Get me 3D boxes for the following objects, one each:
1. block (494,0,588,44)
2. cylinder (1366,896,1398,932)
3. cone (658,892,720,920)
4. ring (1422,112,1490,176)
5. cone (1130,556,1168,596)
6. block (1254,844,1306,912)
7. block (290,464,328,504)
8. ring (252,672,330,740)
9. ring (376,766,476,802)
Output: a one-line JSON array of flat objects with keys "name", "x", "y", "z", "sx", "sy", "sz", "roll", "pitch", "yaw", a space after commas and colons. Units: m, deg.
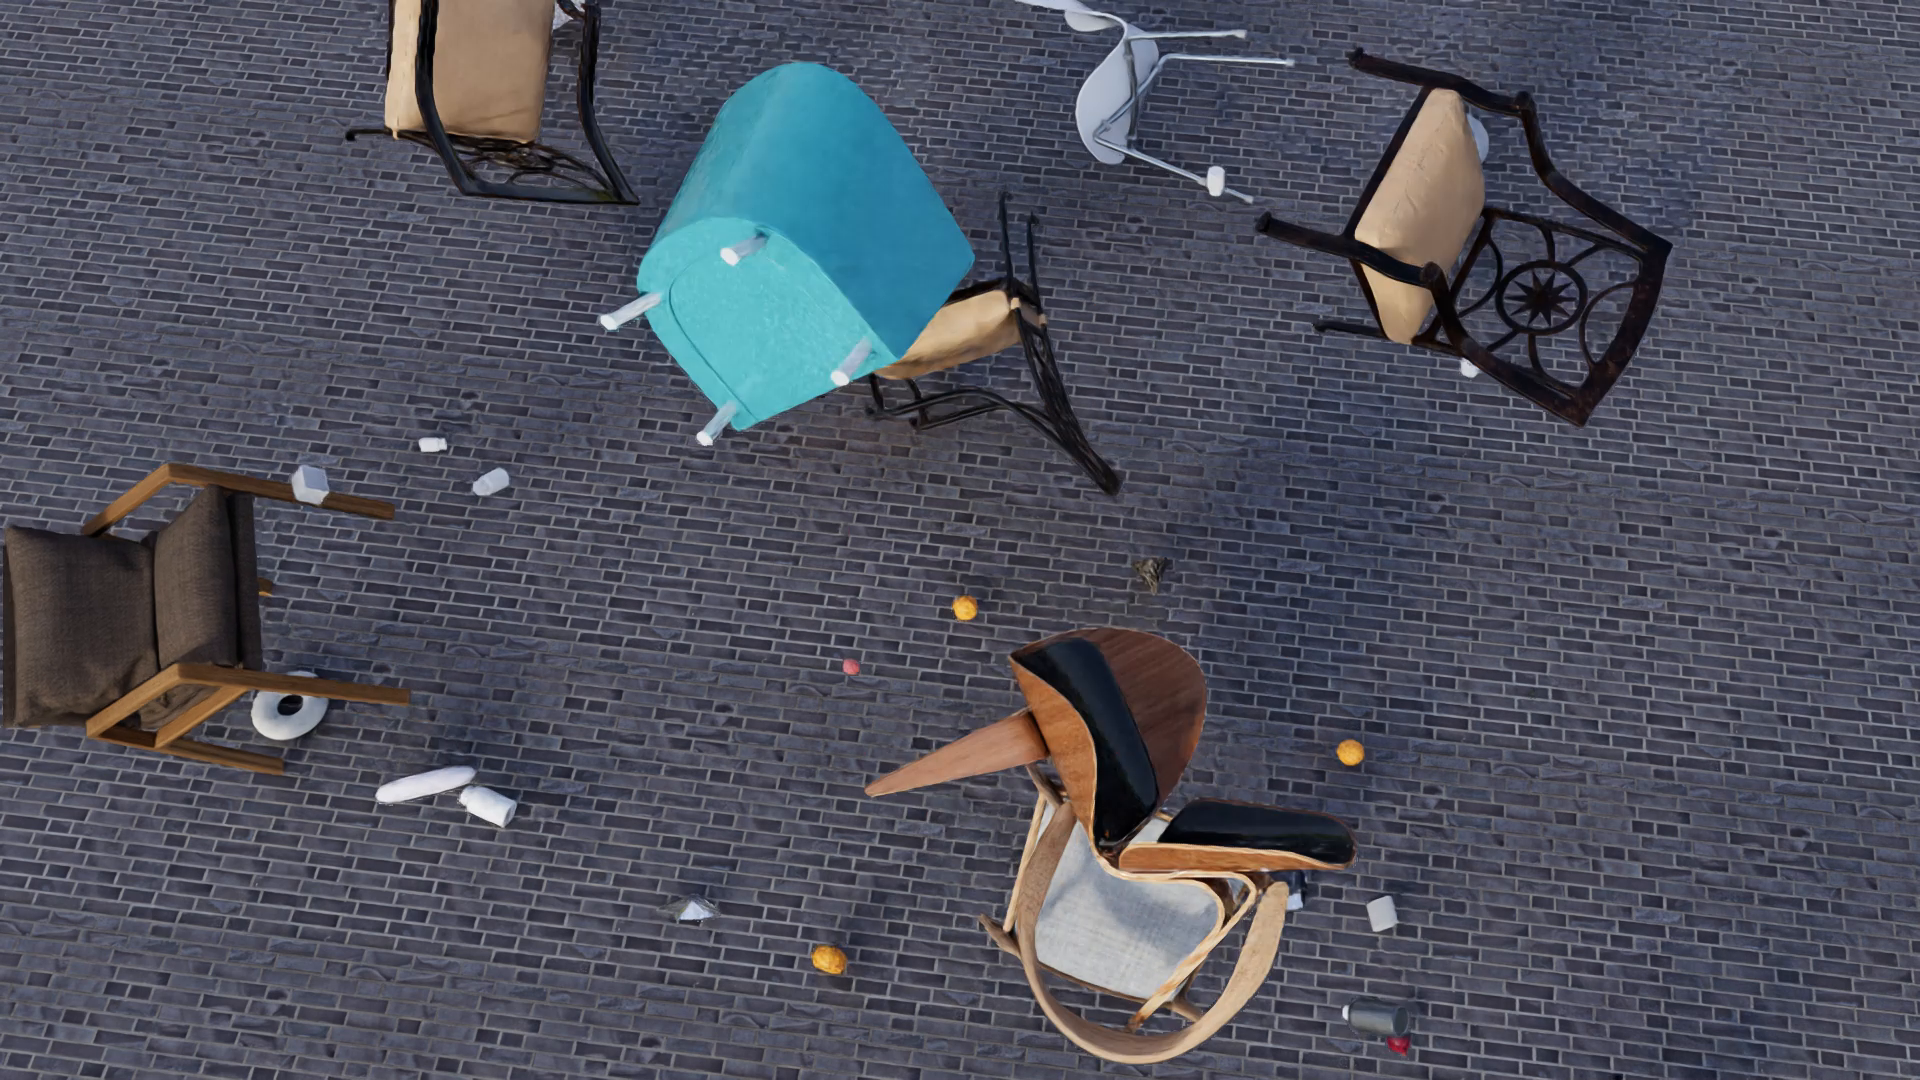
[{"name": "block", "x": -1.457, "y": -1.830, "z": 7.648, "sx": 0.244, "sy": 0.098, "sz": 0.212, "roll": -39, "pitch": 30, "yaw": -22}, {"name": "cylinder", "x": 1.128, "y": 0.997, "z": 5.870, "sx": 0.076, "sy": 0.039, "sz": 0.071, "roll": -30, "pitch": 51, "yaw": 28}, {"name": "cone", "x": -0.720, "y": 0.971, "z": 5.904, "sx": 0.173, "sy": 0.060, "sz": 0.075, "roll": -2, "pitch": 31, "yaw": 11}, {"name": "ring", "x": 1.673, "y": -1.338, "z": 7.429, "sx": 0.225, "sy": 0.070, "sz": 0.279, "roll": 9, "pitch": 56, "yaw": 9}, {"name": "cone", "x": 0.562, "y": 0.113, "z": 6.427, "sx": 0.115, "sy": 0.208, "sz": 0.111, "roll": -10, "pitch": 88, "yaw": 7}, {"name": "block", "x": 0.857, "y": 0.907, "z": 5.883, "sx": 0.108, "sy": 0.131, "sz": 0.125, "roll": -7, "pitch": 56, "yaw": -1}, {"name": "block", "x": -1.706, "y": -0.145, "z": 5.770, "sx": 0.068, "sy": 0.056, "sz": 0.075, "roll": 15, "pitch": 44, "yaw": -44}, {"name": "ring", "x": -1.897, "y": 0.468, "z": 6.232, "sx": 0.211, "sy": 0.046, "sz": 0.230, "roll": 22, "pitch": 58, "yaw": 16}, {"name": "ring", "x": -1.468, "y": 0.670, "z": 6.044, "sx": 0.274, "sy": 0.138, "sz": 0.054, "roll": -13, "pitch": 82, "yaw": -14}]
